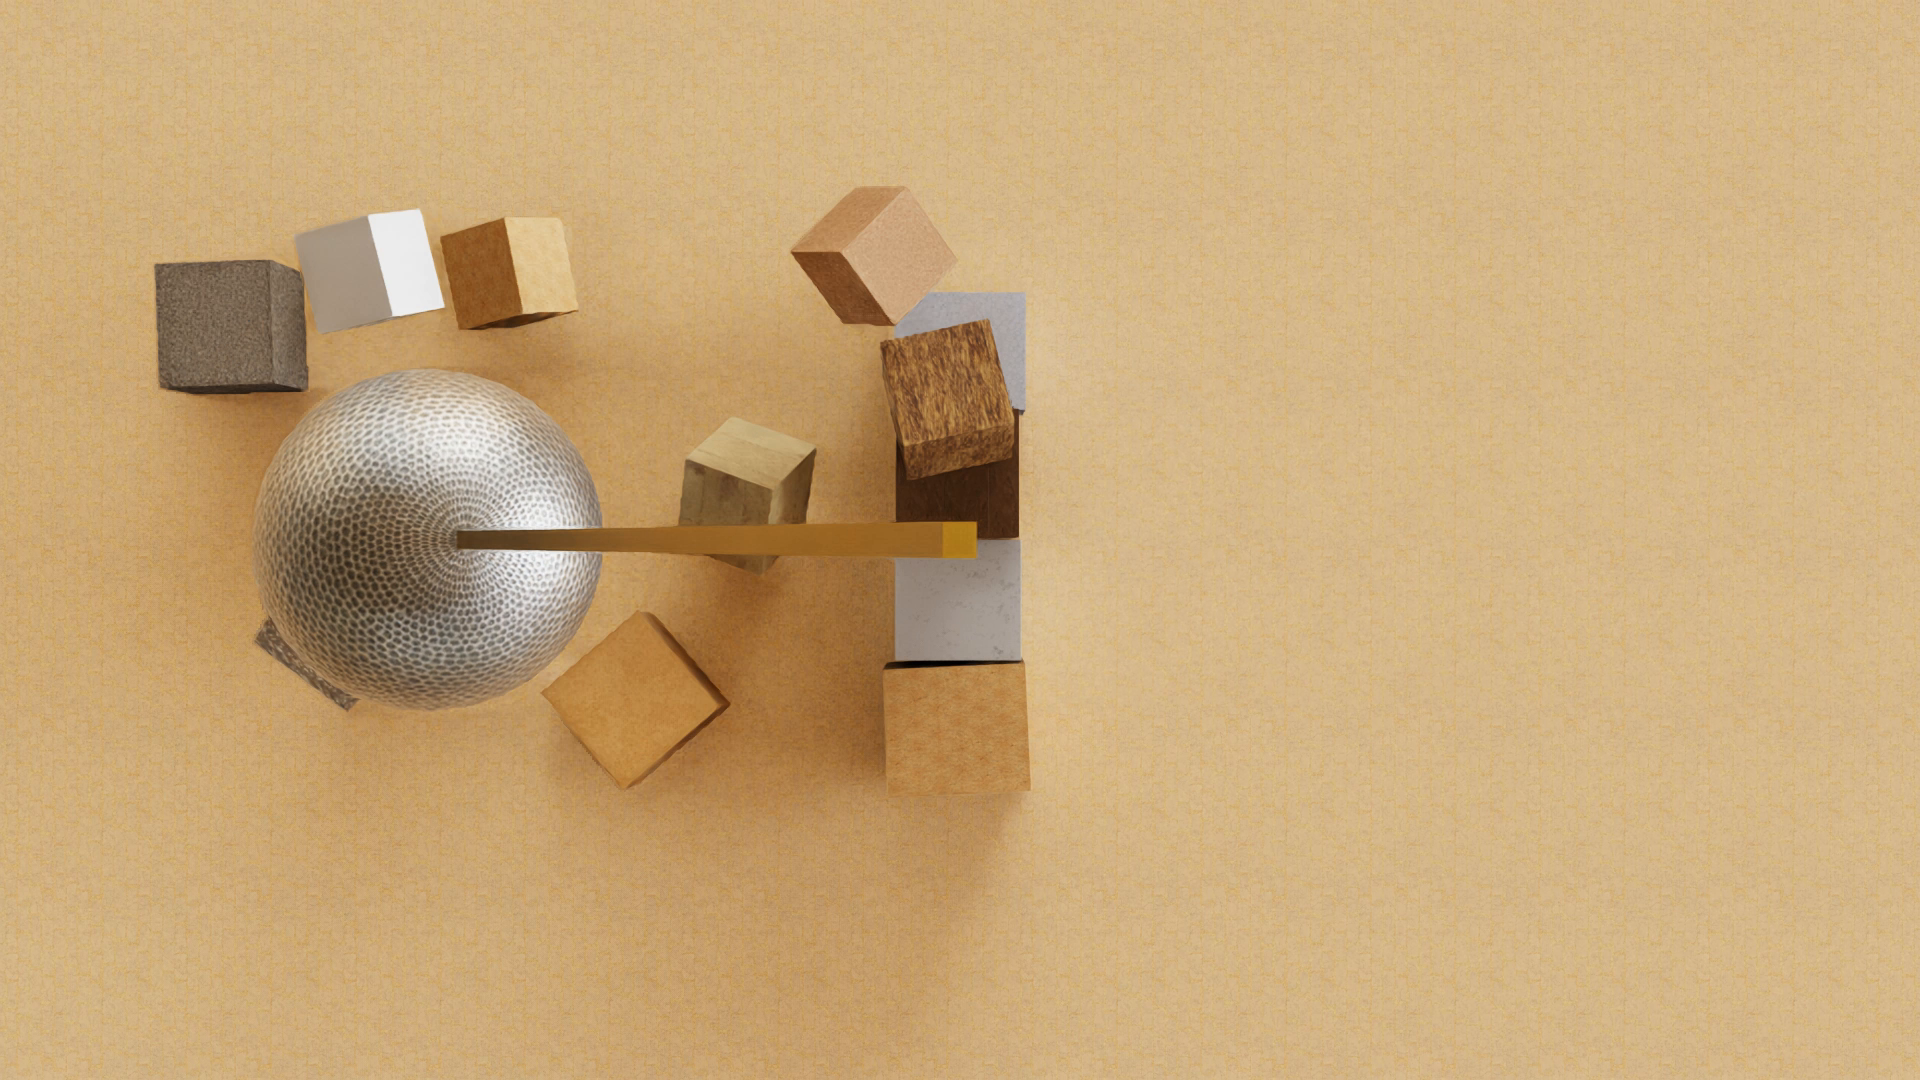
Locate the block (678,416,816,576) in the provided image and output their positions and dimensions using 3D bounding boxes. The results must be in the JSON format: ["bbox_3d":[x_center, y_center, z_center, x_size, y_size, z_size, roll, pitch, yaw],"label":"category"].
[{"bbox_3d":[-1.218,-0.256,12.548,0.541,0.574,0.579,20,124,14],"label":"block"}]

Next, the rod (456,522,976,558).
[{"bbox_3d":[-1.069,0.000,7.150,0.080,5.200,0.080,0,90,-24],"label":"rod"}]

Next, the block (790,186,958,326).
[{"bbox_3d":[-0.459,-1.514,11.737,0.523,0.542,0.507,-47,119,-19],"label":"block"}]

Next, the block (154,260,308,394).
[{"bbox_3d":[-4.188,-1.218,12.676,0.644,0.649,0.696,-2,90,0],"label":"block"}]

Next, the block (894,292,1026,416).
[{"bbox_3d":[-0.002,-1.067,12.703,0.744,0.594,0.661,0,90,0],"label":"block"}]

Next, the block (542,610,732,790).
[{"bbox_3d":[-1.843,0.912,12.615,0.704,0.712,0.708,-40,88,-3],"label":"block"}]

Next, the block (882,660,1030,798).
[{"bbox_3d":[-0.018,1.062,12.629,0.796,0.741,0.713,-3,90,0],"label":"block"}]

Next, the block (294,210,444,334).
[{"bbox_3d":[-3.101,-1.410,11.555,0.497,0.440,0.528,-9,98,25],"label":"block"}]

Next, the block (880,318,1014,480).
[{"bbox_3d":[-0.069,-0.751,11.884,0.596,0.595,0.598,-13,74,-4],"label":"block"}]

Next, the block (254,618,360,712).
[{"bbox_3d":[-3.416,0.406,12.378,0.643,0.633,0.665,38,123,-4],"label":"block"}]

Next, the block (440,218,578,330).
[{"bbox_3d":[-2.589,-1.531,12.655,0.489,0.492,0.544,-10,92,30],"label":"block"}]

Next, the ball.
[{"bbox_3d":[-2.468,0.000,10.249,1.600,1.600,1.600,0,90,0],"label":"ball"}]

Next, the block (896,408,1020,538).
[{"bbox_3d":[-0.015,-0.370,12.593,0.685,0.813,0.713,0,90,0],"label":"block"}]

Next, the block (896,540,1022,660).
[{"bbox_3d":[-0.011,0.336,12.651,0.705,0.698,0.675,0,90,0],"label":"block"}]
